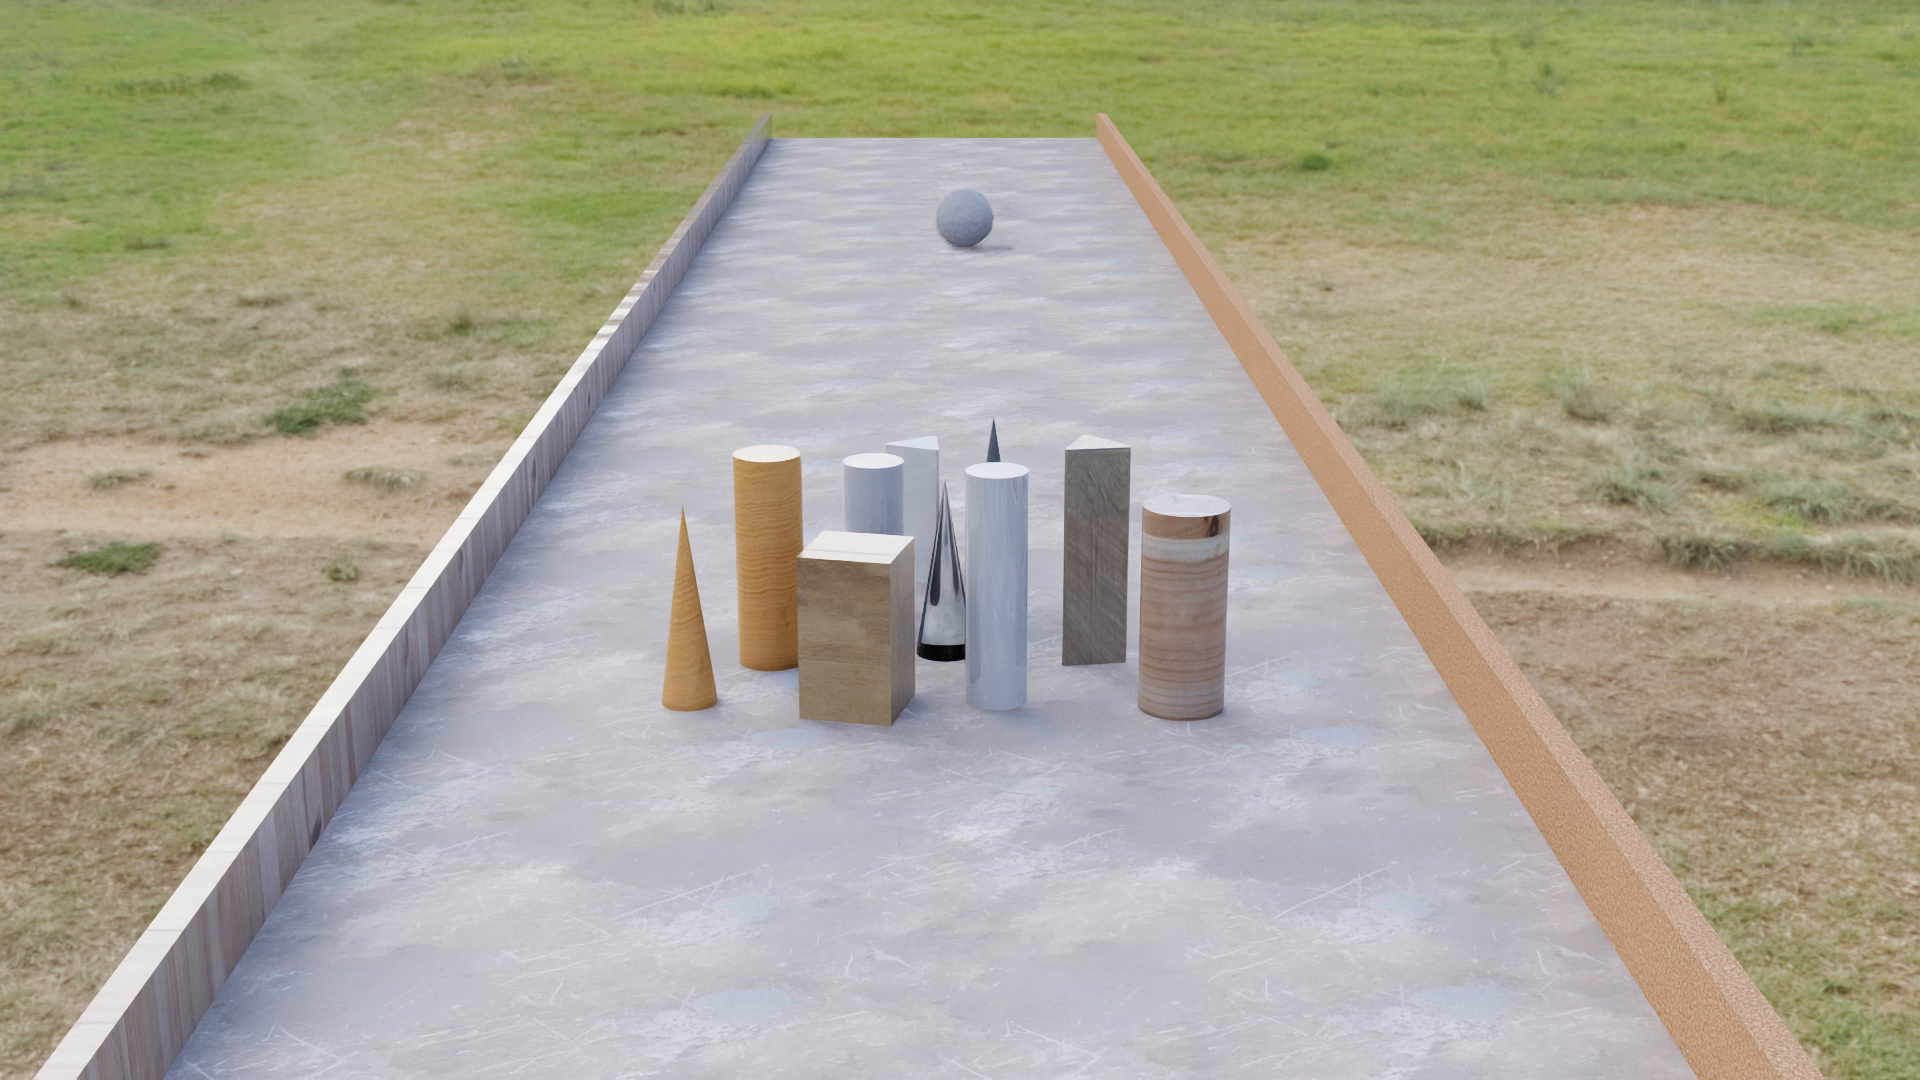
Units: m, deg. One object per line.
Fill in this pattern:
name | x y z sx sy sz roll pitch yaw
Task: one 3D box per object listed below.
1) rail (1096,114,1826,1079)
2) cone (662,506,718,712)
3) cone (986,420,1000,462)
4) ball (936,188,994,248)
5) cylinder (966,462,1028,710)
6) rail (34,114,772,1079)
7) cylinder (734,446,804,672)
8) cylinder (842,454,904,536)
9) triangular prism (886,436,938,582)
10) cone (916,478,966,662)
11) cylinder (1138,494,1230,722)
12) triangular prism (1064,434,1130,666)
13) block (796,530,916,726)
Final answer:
rail | 0.932 -0.844 7.801 0.050 0.150 12.000 0 17 -1
cone | -0.515 0.120 4.136 0.108 0.391 0.108 0 17 0
cone | 0.070 -0.049 4.624 0.135 0.437 0.135 0 17 0
ball | 0.020 -1.382 9.437 0.248 0.248 0.248 0 17 0
cylinder | 0.069 0.088 4.139 0.118 0.452 0.118 0 17 0
rail | -1.118 -0.838 7.780 0.050 0.150 12.000 0 17 -1
cylinder | -0.376 0.036 4.356 0.134 0.428 0.134 0 17 0
cylinder | -0.182 -0.006 4.661 0.129 0.334 0.129 0 17 0
triangular prism | -0.081 -0.072 4.928 0.129 0.308 0.112 8 18 25
cone | -0.030 0.051 4.412 0.119 0.366 0.119 0 17 0
cylinder | 0.418 0.125 4.114 0.163 0.395 0.163 0 17 0
triangular prism | 0.260 0.019 4.384 0.129 0.444 0.111 -3 17 -9
block | -0.193 0.163 4.124 0.177 0.315 0.177 4 17 13
